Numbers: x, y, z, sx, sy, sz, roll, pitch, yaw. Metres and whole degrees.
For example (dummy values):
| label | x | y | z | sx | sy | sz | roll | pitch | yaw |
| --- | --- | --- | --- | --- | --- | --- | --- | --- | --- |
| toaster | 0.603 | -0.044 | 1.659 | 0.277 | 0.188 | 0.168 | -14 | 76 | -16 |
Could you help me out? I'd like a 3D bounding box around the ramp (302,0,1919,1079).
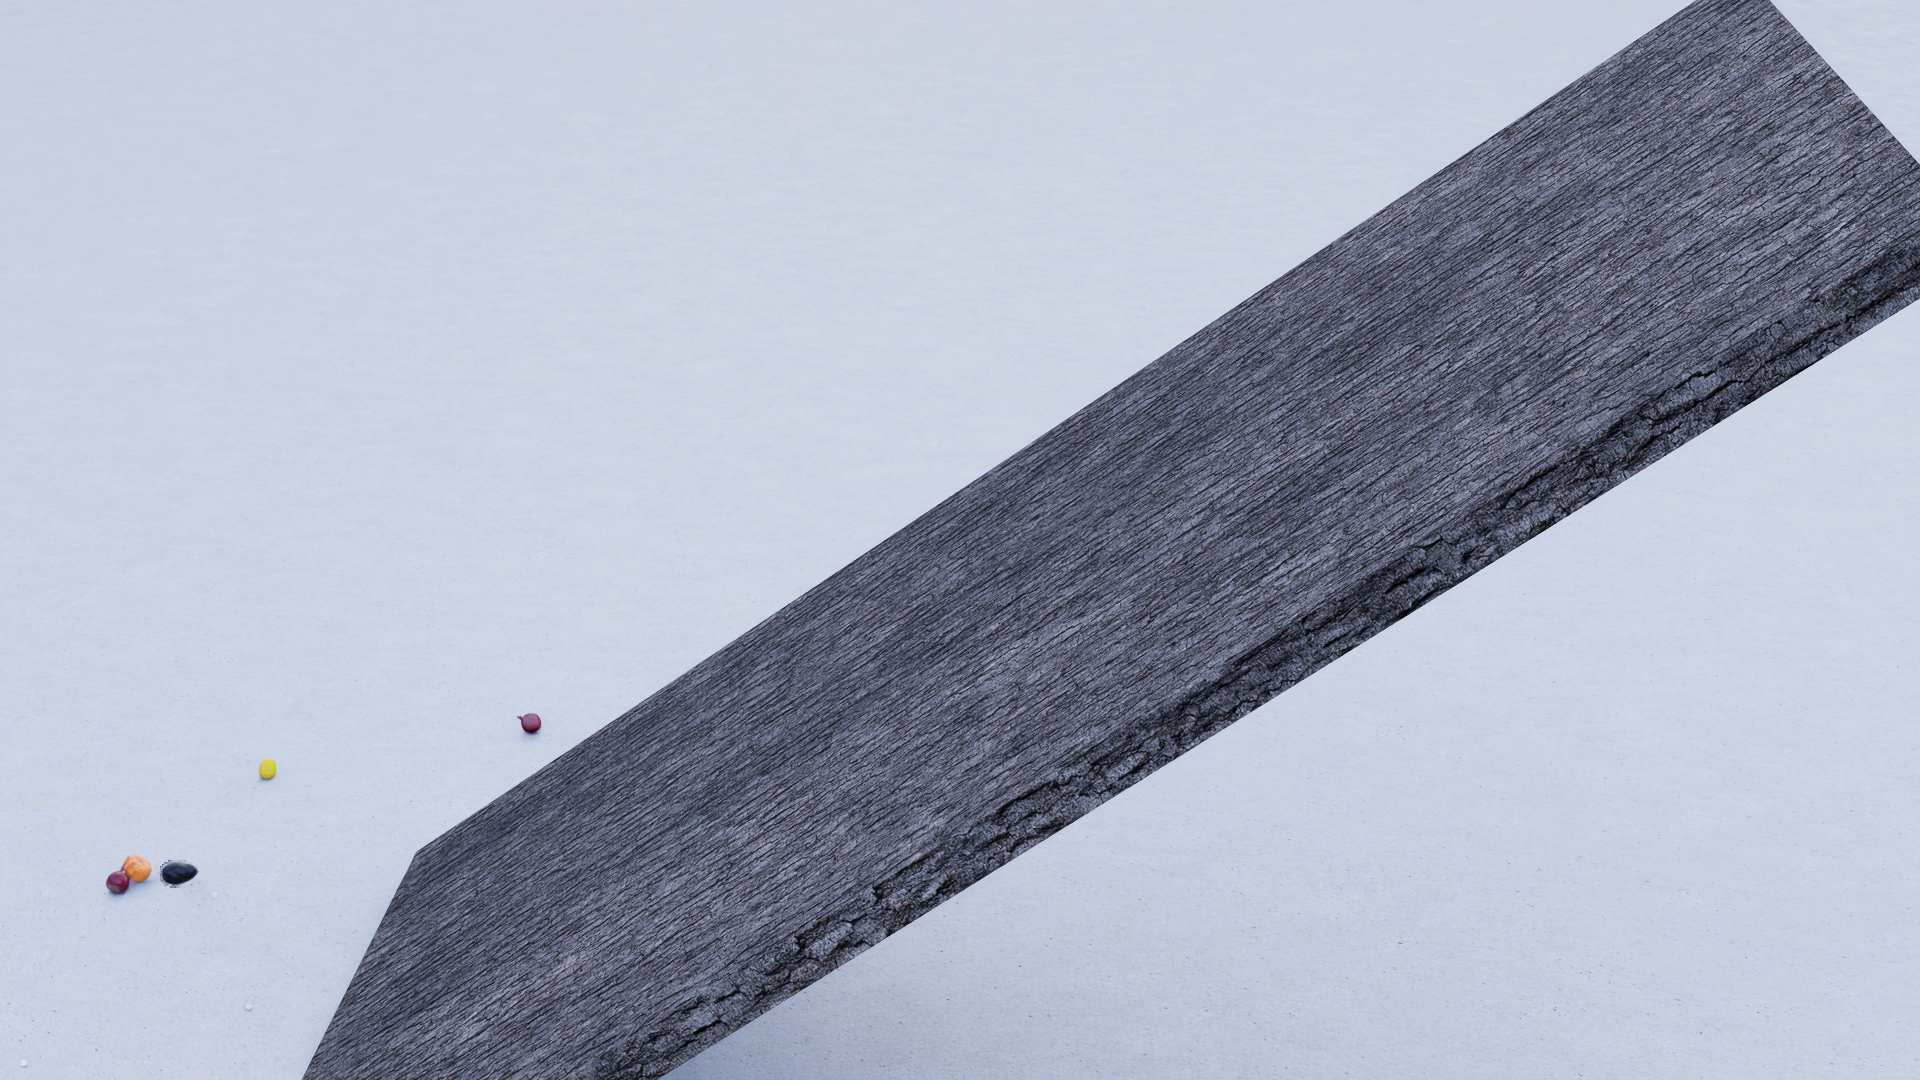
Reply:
| label | x | y | z | sx | sy | sz | roll | pitch | yaw |
| --- | --- | --- | --- | --- | --- | --- | --- | --- | --- |
| ramp | 0.132 | 0.177 | 6.315 | 4.000 | 0.100 | 2.000 | -33 | 16 | 16 |
